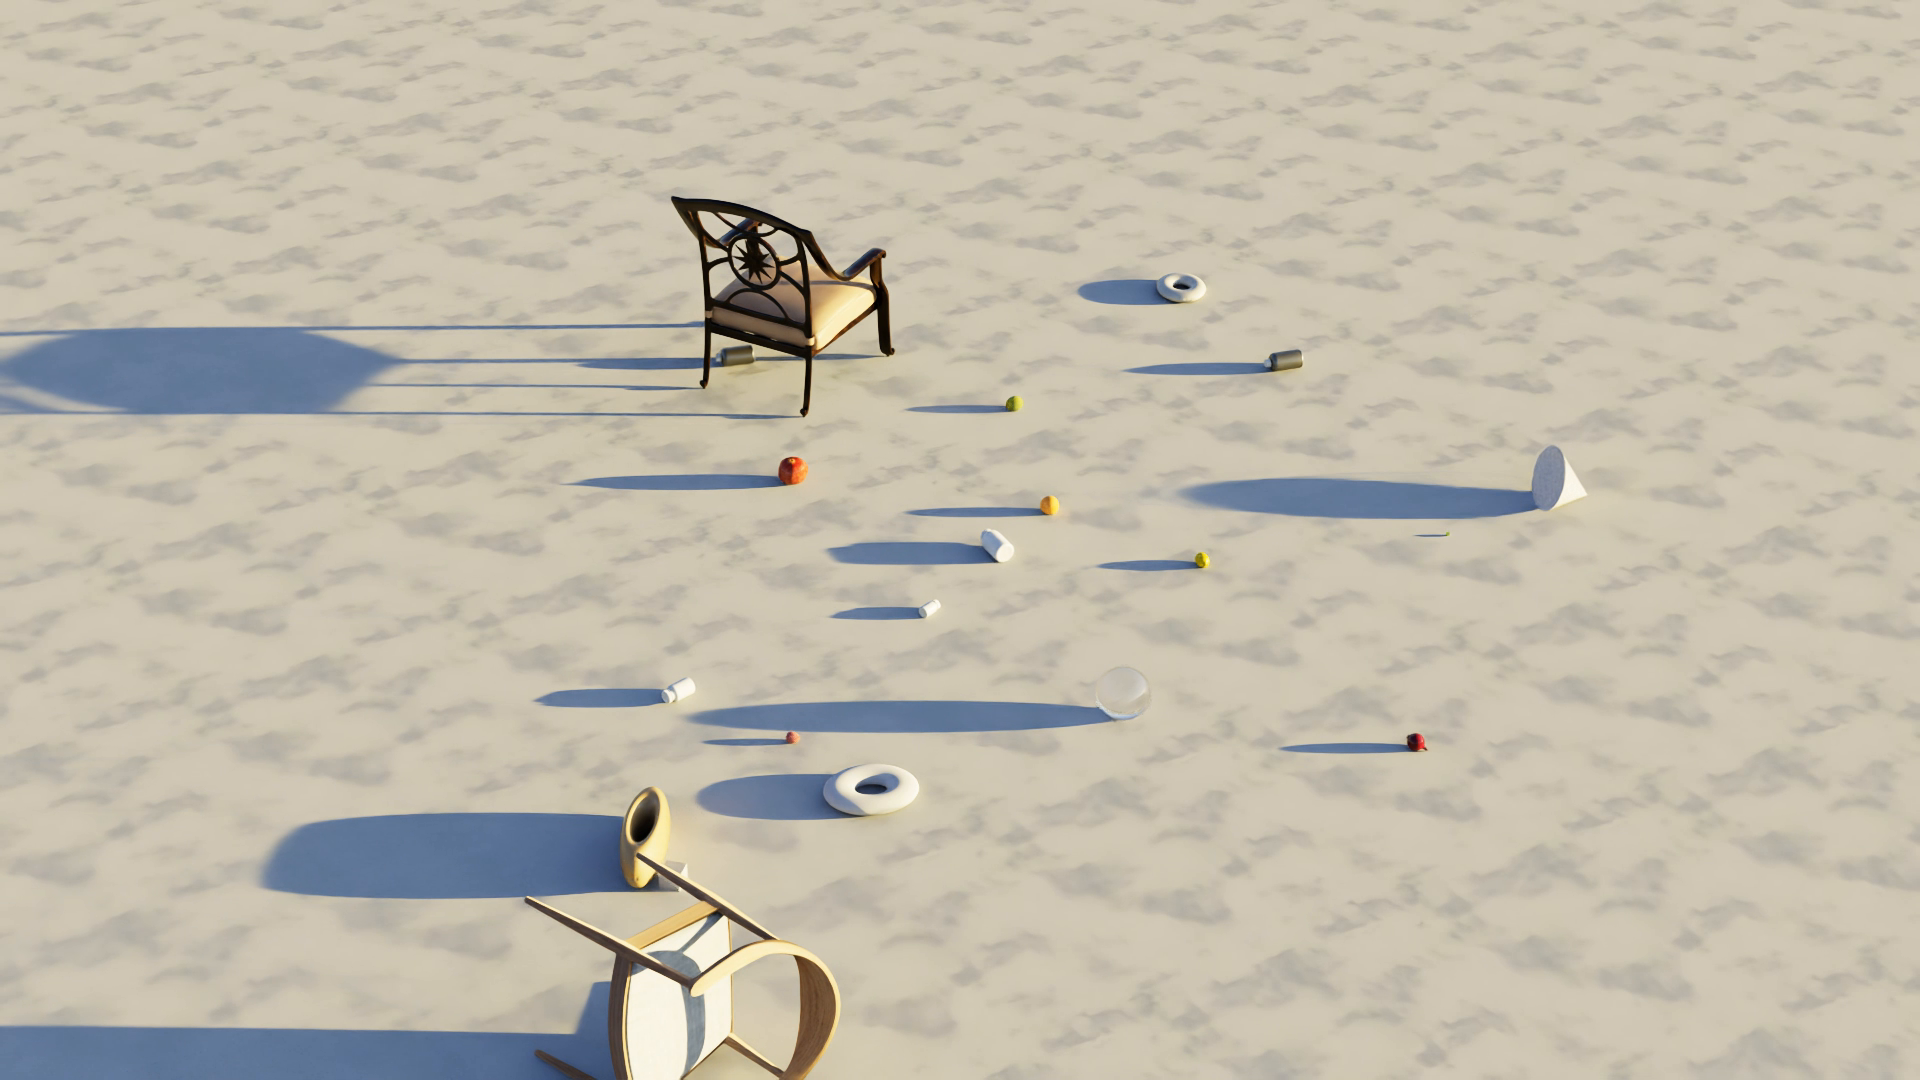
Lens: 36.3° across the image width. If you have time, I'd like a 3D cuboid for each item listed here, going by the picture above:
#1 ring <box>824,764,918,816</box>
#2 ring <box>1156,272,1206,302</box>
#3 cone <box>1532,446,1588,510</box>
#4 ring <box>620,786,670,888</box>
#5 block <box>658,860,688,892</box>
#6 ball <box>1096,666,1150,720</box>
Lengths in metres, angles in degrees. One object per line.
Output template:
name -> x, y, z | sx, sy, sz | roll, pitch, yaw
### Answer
ring -> -0.293, 0.821, 9.647 | 0.317, 0.058, 0.242 | -5, 34, -8
ring -> 0.946, -1.081, 12.543 | 0.211, 0.046, 0.230 | -5, 34, -8
cone -> 2.317, -0.204, 11.170 | 0.187, 0.197, 0.299 | 22, 46, -22
ring -> -1.007, 0.948, 9.375 | 0.150, 0.147, 0.435 | 0, 32, 5
block -> -0.908, 1.063, 9.280 | 0.068, 0.056, 0.075 | 8, 34, 12
ball -> 0.557, 0.522, 9.983 | 0.185, 0.185, 0.185 | 0, 33, 0
